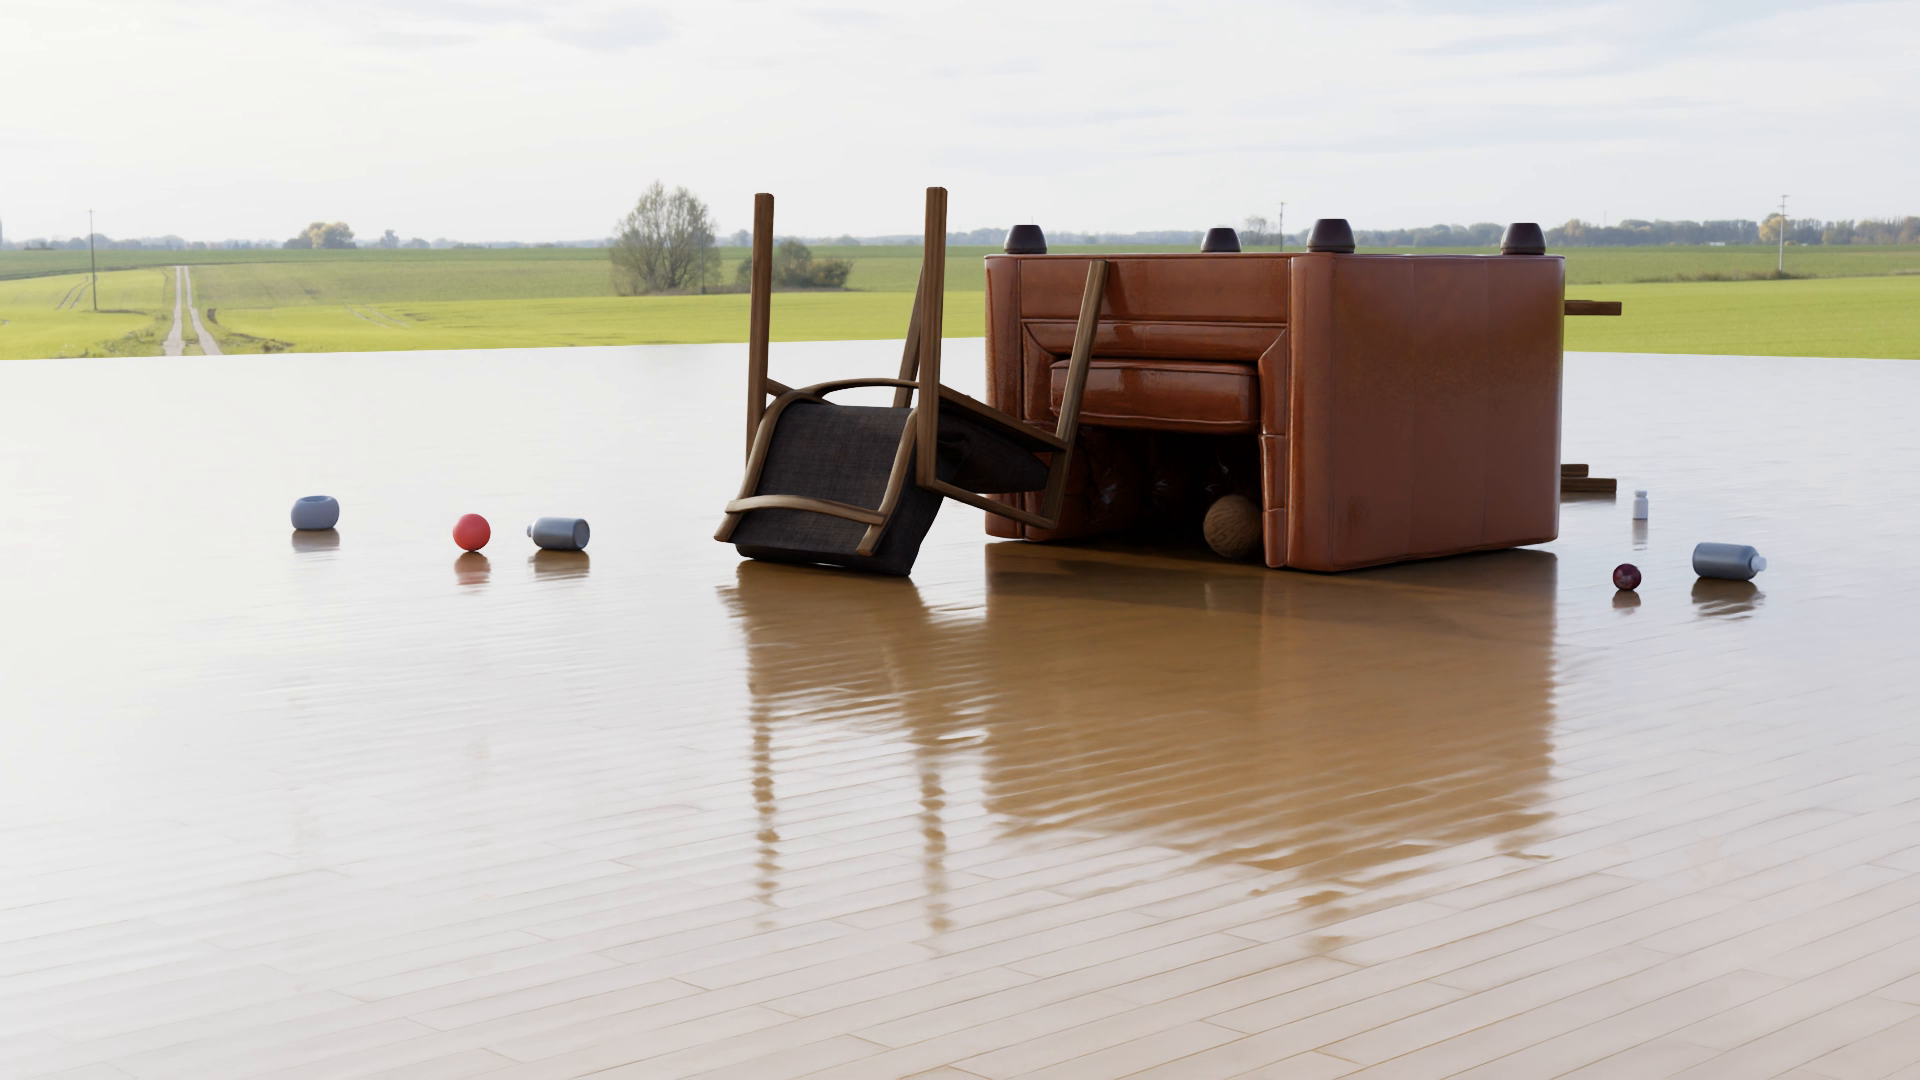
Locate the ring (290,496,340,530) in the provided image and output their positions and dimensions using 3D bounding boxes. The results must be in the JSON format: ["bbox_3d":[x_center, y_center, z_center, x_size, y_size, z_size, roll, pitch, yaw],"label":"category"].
[{"bbox_3d":[-1.688,-0.070,6.716,0.094,0.078,0.150,13,15,30],"label":"ring"}]

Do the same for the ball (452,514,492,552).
[{"bbox_3d":[-1.171,-0.019,6.150,0.092,0.092,0.092,0,6,0],"label":"ball"}]

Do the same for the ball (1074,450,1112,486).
[{"bbox_3d":[0.416,-0.227,8.048,0.116,0.116,0.116,0,6,0],"label":"ball"}]

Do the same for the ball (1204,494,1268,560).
[{"bbox_3d":[0.643,-0.031,5.978,0.150,0.150,0.150,0,6,0],"label":"ball"}]

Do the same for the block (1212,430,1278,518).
[{"bbox_3d":[0.779,-0.178,7.011,0.098,0.231,0.154,-6,8,-44],"label":"block"}]
